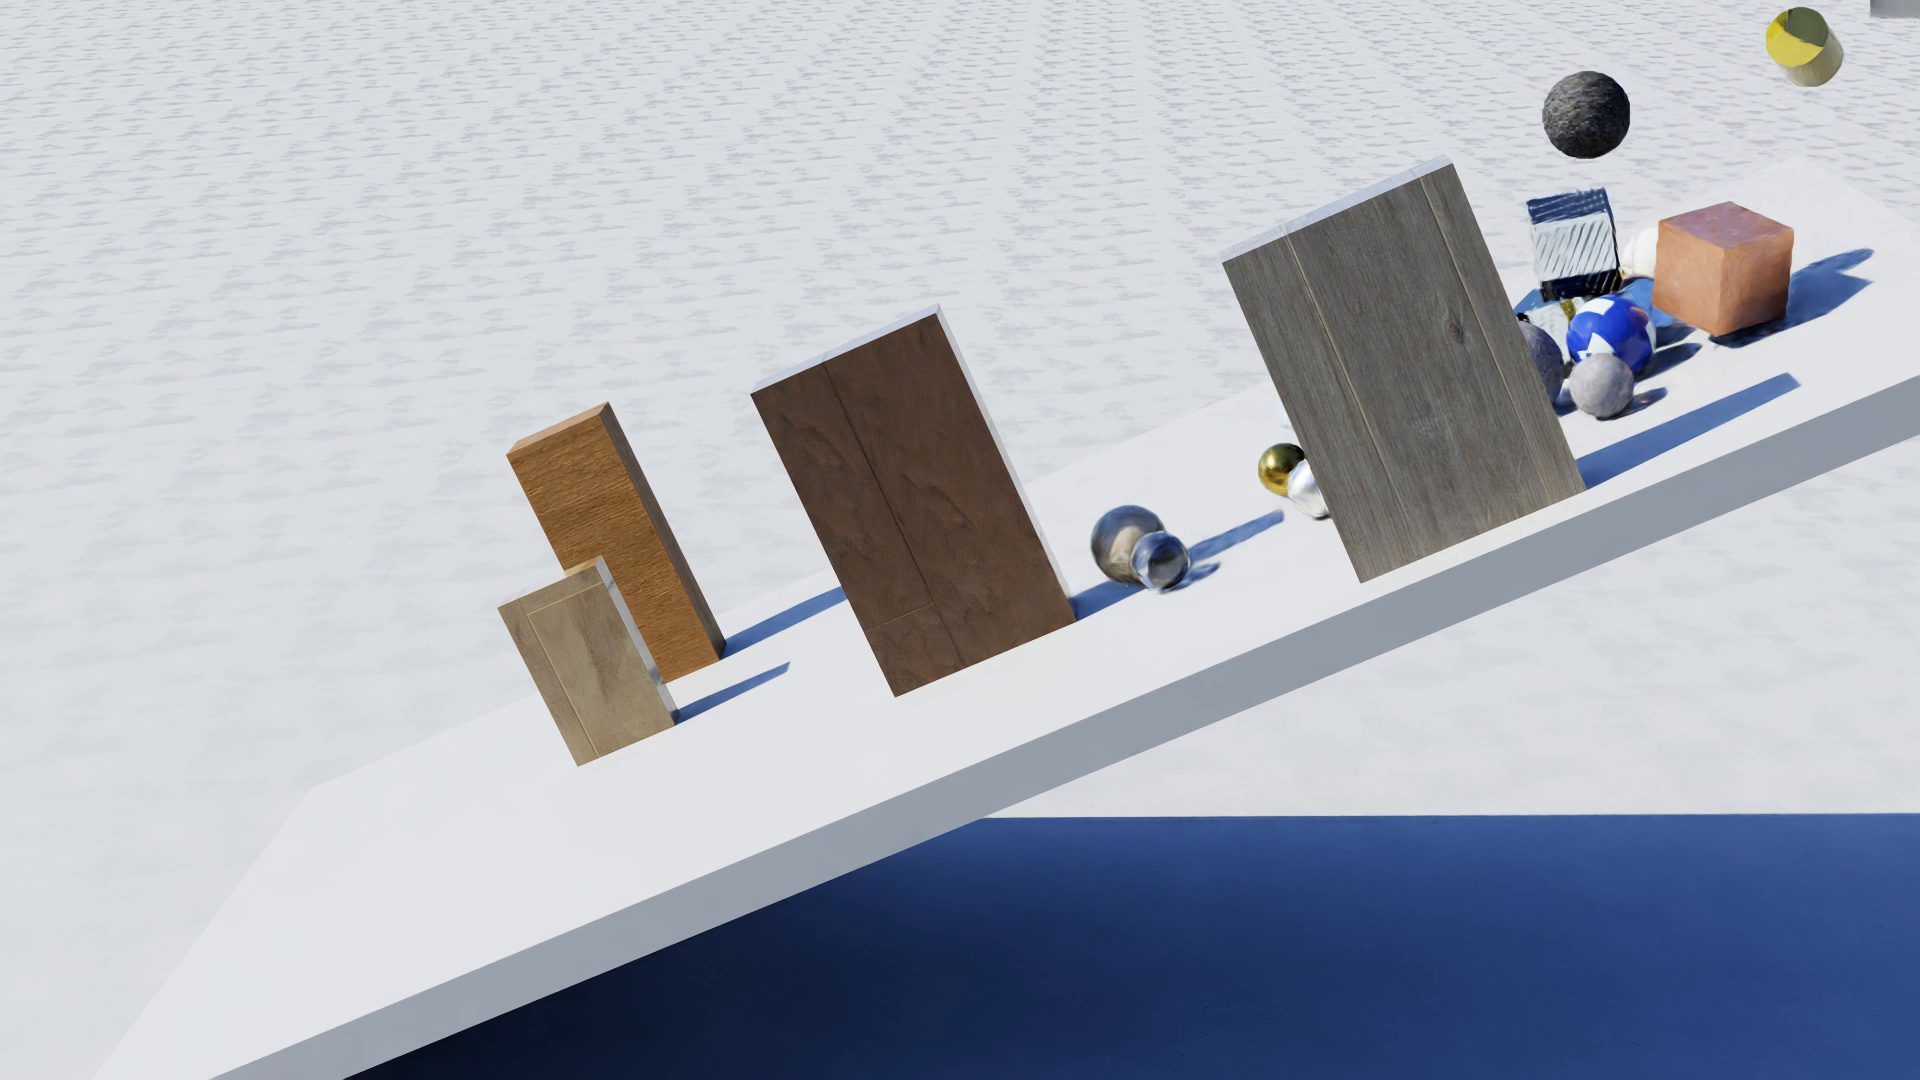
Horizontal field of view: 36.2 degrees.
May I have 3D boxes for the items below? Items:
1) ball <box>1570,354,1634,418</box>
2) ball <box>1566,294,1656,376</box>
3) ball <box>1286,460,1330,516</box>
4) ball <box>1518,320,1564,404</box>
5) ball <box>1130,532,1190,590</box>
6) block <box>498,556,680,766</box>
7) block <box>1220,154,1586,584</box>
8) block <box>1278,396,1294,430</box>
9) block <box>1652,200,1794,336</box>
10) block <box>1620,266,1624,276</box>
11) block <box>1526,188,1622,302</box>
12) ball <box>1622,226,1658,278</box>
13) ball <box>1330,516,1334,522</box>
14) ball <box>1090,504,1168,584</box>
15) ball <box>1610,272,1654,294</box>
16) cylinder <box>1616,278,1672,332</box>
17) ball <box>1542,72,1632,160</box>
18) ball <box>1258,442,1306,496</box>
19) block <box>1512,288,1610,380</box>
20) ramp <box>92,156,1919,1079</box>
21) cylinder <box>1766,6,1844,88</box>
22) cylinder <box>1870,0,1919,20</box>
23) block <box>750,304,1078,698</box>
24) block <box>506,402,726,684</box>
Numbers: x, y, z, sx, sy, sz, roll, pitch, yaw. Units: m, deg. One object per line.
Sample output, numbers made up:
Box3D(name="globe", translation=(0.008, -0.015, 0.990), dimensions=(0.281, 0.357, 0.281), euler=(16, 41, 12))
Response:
Box3D(name="ball", translation=(1.224, -0.295, 5.608), dimensions=(0.122, 0.122, 0.122), euler=(0, 15, 0))
Box3D(name="ball", translation=(1.282, -0.397, 5.795), dimensions=(0.173, 0.173, 0.173), euler=(0, 15, 0))
Box3D(name="ball", translation=(0.707, -0.106, 5.821), dimensions=(0.119, 0.119, 0.119), euler=(0, 15, 0))
Box3D(name="ball", translation=(1.094, -0.334, 5.824), dimensions=(0.203, 0.203, 0.203), euler=(0, 15, 0))
Box3D(name="ball", translation=(0.396, 0.041, 5.821), dimensions=(0.116, 0.116, 0.116), euler=(0, 15, 0))
Box3D(name="block", translation=(-0.822, 0.269, 6.523), dimensions=(0.243, 0.404, 0.084), euler=(-23, 13, 8))
Box3D(name="block", translation=(0.793, -0.304, 5.273), dimensions=(0.435, 0.641, 0.122), euler=(-23, 13, 8))
Box3D(name="block", translation=(0.788, -0.322, 6.172), dimensions=(0.172, 0.172, 0.172), euler=(12, -18, -41))
Box3D(name="block", translation=(1.483, -0.529, 5.720), dimensions=(0.181, 0.181, 0.181), euler=(-16, 31, -25))
Box3D(name="block", translation=(1.363, -0.506, 6.215), dimensions=(0.114, 0.114, 0.114), euler=(-22, 13, 14))
Box3D(name="block", translation=(1.238, -0.595, 5.933), dimensions=(0.158, 0.158, 0.158), euler=(-9, 29, 10))
Box3D(name="ball", translation=(1.465, -0.583, 6.166), dimensions=(0.151, 0.151, 0.151), euler=(0, 15, 0))
Box3D(name="ball", translation=(0.753, -0.071, 5.472), dimensions=(0.138, 0.138, 0.138), euler=(0, 15, 0))
Box3D(name="ball", translation=(0.343, 0.008, 5.947), dimensions=(0.161, 0.161, 0.161), euler=(0, 15, 0))
Box3D(name="ball", translation=(1.398, -0.492, 6.079), dimensions=(0.120, 0.120, 0.120), euler=(0, 15, 0))
Box3D(name="cylinder", translation=(1.359, -0.454, 5.944), dimensions=(0.111, 0.111, 0.111), euler=(-12, -16, -38))
Box3D(name="ball", translation=(1.234, -0.836, 5.791), dimensions=(0.172, 0.172, 0.172), euler=(0, 15, 0))
Box3D(name="ball", translation=(0.670, -0.146, 6.072), dimensions=(0.111, 0.111, 0.111), euler=(0, 15, 0))
Box3D(name="block", translation=(1.244, -0.432, 6.037), dimensions=(0.159, 0.159, 0.159), euler=(-14, 17, 40))
Box3D(name="ramp", translation=(0.133, 0.170, 6.284), dimensions=(4.000, 0.100, 2.000), euler=(-23, 13, 8))
Box3D(name="cylinder", translation=(1.769, -1.031, 6.161), dimensions=(0.130, 0.130, 0.130), euler=(10, -7, 32))
Box3D(name="cylinder", translation=(1.915, -1.127, 5.858), dimensions=(0.179, 0.179, 0.179), euler=(6, 16, 20))
Box3D(name="block", translation=(-0.087, -0.076, 5.897), dimensions=(0.403, 0.687, 0.109), euler=(-23, 13, 8))
Box3D(name="block", translation=(-0.803, 0.025, 6.911), dimensions=(0.240, 0.648, 0.141), euler=(-23, 13, 8))
